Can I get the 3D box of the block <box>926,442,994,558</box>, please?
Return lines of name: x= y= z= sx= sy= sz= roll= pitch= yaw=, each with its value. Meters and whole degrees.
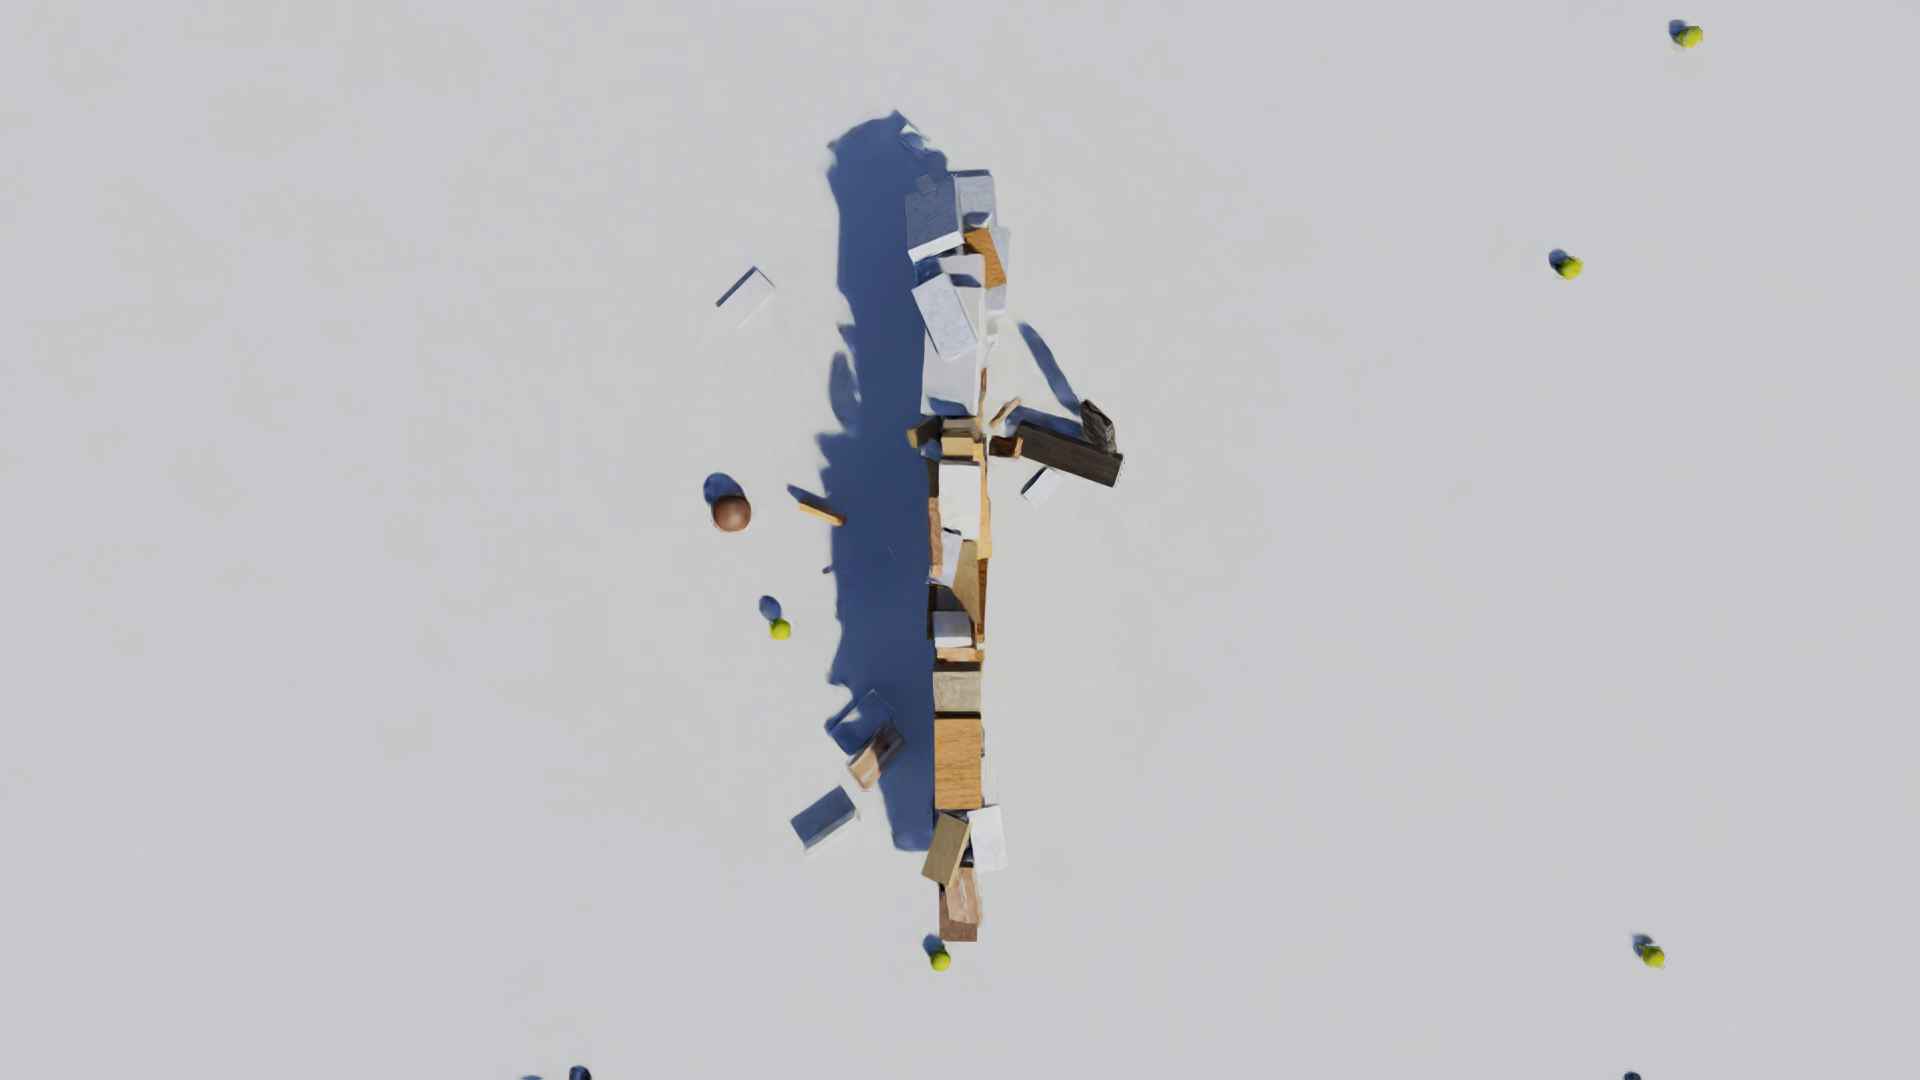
block: x=-0.001 y=-0.116 z=5.065 sx=0.176 sy=0.050 sz=0.352 roll=-5 pitch=98 yaw=2

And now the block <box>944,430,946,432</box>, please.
block: x=-0.012 y=-0.278 z=5.088 sx=0.076 sy=0.021 sz=0.151 roll=0 pitch=91 yaw=0

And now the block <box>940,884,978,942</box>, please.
block: x=-0.004 y=1.161 z=5.148 sx=0.121 sy=0.034 sz=0.241 roll=1 pitch=129 yaw=1

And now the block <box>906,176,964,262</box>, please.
block: x=-0.080 y=-0.989 z=5.080 sx=0.167 sy=0.334 sz=0.047 roll=-20 pitch=129 yaw=13

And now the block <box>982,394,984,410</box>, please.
block: x=-0.003 y=-0.493 z=5.332 sx=0.167 sy=0.333 sz=0.047 roll=0 pitch=77 yaw=0

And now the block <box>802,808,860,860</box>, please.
block: x=-0.424 y=0.970 z=5.446 sx=0.210 sy=0.105 sz=0.030 roll=-35 pitch=98 yaw=0

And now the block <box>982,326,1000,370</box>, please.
block: x=0.042 y=-0.586 z=5.073 sx=0.096 sy=0.027 sz=0.192 roll=20 pitch=75 yaw=6

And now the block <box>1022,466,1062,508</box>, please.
block: x=0.276 y=-0.175 z=5.491 sx=0.065 sy=0.018 sz=0.131 roll=43 pitch=90 yaw=0

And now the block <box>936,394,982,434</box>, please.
block: x=-0.002 y=-0.352 z=5.200 sx=0.143 sy=0.040 sz=0.285 roll=0 pitch=91 yaw=0

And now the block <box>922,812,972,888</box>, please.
block: x=-0.039 y=0.912 z=4.860 sx=0.097 sy=0.028 sz=0.194 roll=18 pitch=89 yaw=31

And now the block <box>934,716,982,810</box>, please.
block: x=-0.005 y=0.654 z=4.855 sx=0.136 sy=0.039 sz=0.273 roll=0 pitch=99 yaw=0

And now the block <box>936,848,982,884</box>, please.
block: x=0.001 y=0.897 z=4.963 sx=0.134 sy=0.038 sz=0.268 roll=1 pitch=93 yaw=0

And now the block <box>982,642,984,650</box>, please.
block: x=0.002 y=0.322 z=5.357 sx=0.142 sy=0.284 sz=0.040 roll=0 pitch=98 yaw=0

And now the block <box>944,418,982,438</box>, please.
block: x=0.008 y=-0.332 z=4.924 sx=0.091 sy=0.182 sz=0.026 roll=4 pitch=84 yaw=7

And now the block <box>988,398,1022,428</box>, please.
block: x=0.137 y=-0.393 z=5.085 sx=0.016 sy=0.057 sz=0.114 roll=50 pitch=57 yaw=-13

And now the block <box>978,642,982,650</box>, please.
block: x=0.001 y=0.256 z=5.194 sx=0.142 sy=0.040 sz=0.284 roll=0 pitch=90 yaw=0

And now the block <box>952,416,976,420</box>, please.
block: x=0.010 y=-0.434 z=5.093 sx=0.076 sy=0.021 sz=0.151 roll=-1 pitch=81 yaw=0

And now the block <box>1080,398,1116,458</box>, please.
block: x=0.439 y=-0.355 z=5.238 sx=0.033 sy=0.235 sz=0.117 roll=-42 pitch=70 yaw=-7

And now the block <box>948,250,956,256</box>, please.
block: x=0.012 y=-0.968 z=5.487 sx=0.091 sy=0.026 sz=0.182 roll=7 pitch=90 yaw=0

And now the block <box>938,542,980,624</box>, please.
block: x=-0.006 y=0.131 z=4.987 sx=0.123 sy=0.035 sz=0.247 roll=-2 pitch=75 yaw=0

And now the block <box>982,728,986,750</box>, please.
block: x=-0.001 y=0.680 z=5.336 sx=0.162 sy=0.325 sz=0.046 roll=0 pitch=100 yaw=0

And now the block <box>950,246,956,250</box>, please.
block: x=0.013 y=-1.036 z=5.450 sx=0.091 sy=0.026 sz=0.182 roll=11 pitch=67 yaw=2

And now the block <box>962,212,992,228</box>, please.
block: x=0.051 y=-0.977 z=5.034 sx=0.095 sy=0.013 sz=0.047 roll=12 pitch=68 yaw=43

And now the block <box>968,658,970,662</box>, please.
block: x=-0.004 y=0.388 z=4.881 sx=0.063 sy=0.018 sz=0.127 roll=0 pitch=58 yaw=3

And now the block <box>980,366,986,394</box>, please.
block: x=-0.002 y=-0.624 z=5.140 sx=0.167 sy=0.047 sz=0.333 roll=0 pitch=90 yaw=0

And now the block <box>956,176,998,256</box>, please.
block: x=0.054 y=-0.987 z=5.386 sx=0.143 sy=0.040 sz=0.458 roll=-4 pitch=65 yaw=-1

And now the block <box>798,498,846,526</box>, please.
block: x=-0.456 y=-0.092 z=5.459 sx=0.158 sy=0.079 sz=0.022 roll=22 pitch=105 yaw=0

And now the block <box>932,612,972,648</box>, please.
block: x=-0.025 y=0.260 z=4.829 sx=0.107 sy=0.214 sz=0.030 roll=0 pitch=108 yaw=-3

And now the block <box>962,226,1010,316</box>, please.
block: x=0.074 y=-0.828 z=5.066 sx=0.143 sy=0.040 sz=0.285 roll=4 pitch=71 yaw=1

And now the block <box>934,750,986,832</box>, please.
block: x=0.000 y=0.824 z=5.147 sx=0.162 sy=0.046 sz=0.325 roll=0 pitch=92 yaw=0

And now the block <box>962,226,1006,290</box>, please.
block: x=0.069 y=-0.851 z=5.007 sx=0.090 sy=0.026 sz=0.181 roll=-18 pitch=82 yaw=-4

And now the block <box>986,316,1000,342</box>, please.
block: x=0.024 y=-0.740 z=5.078 sx=0.143 sy=0.040 sz=0.285 roll=-10 pitch=71 yaw=-3
